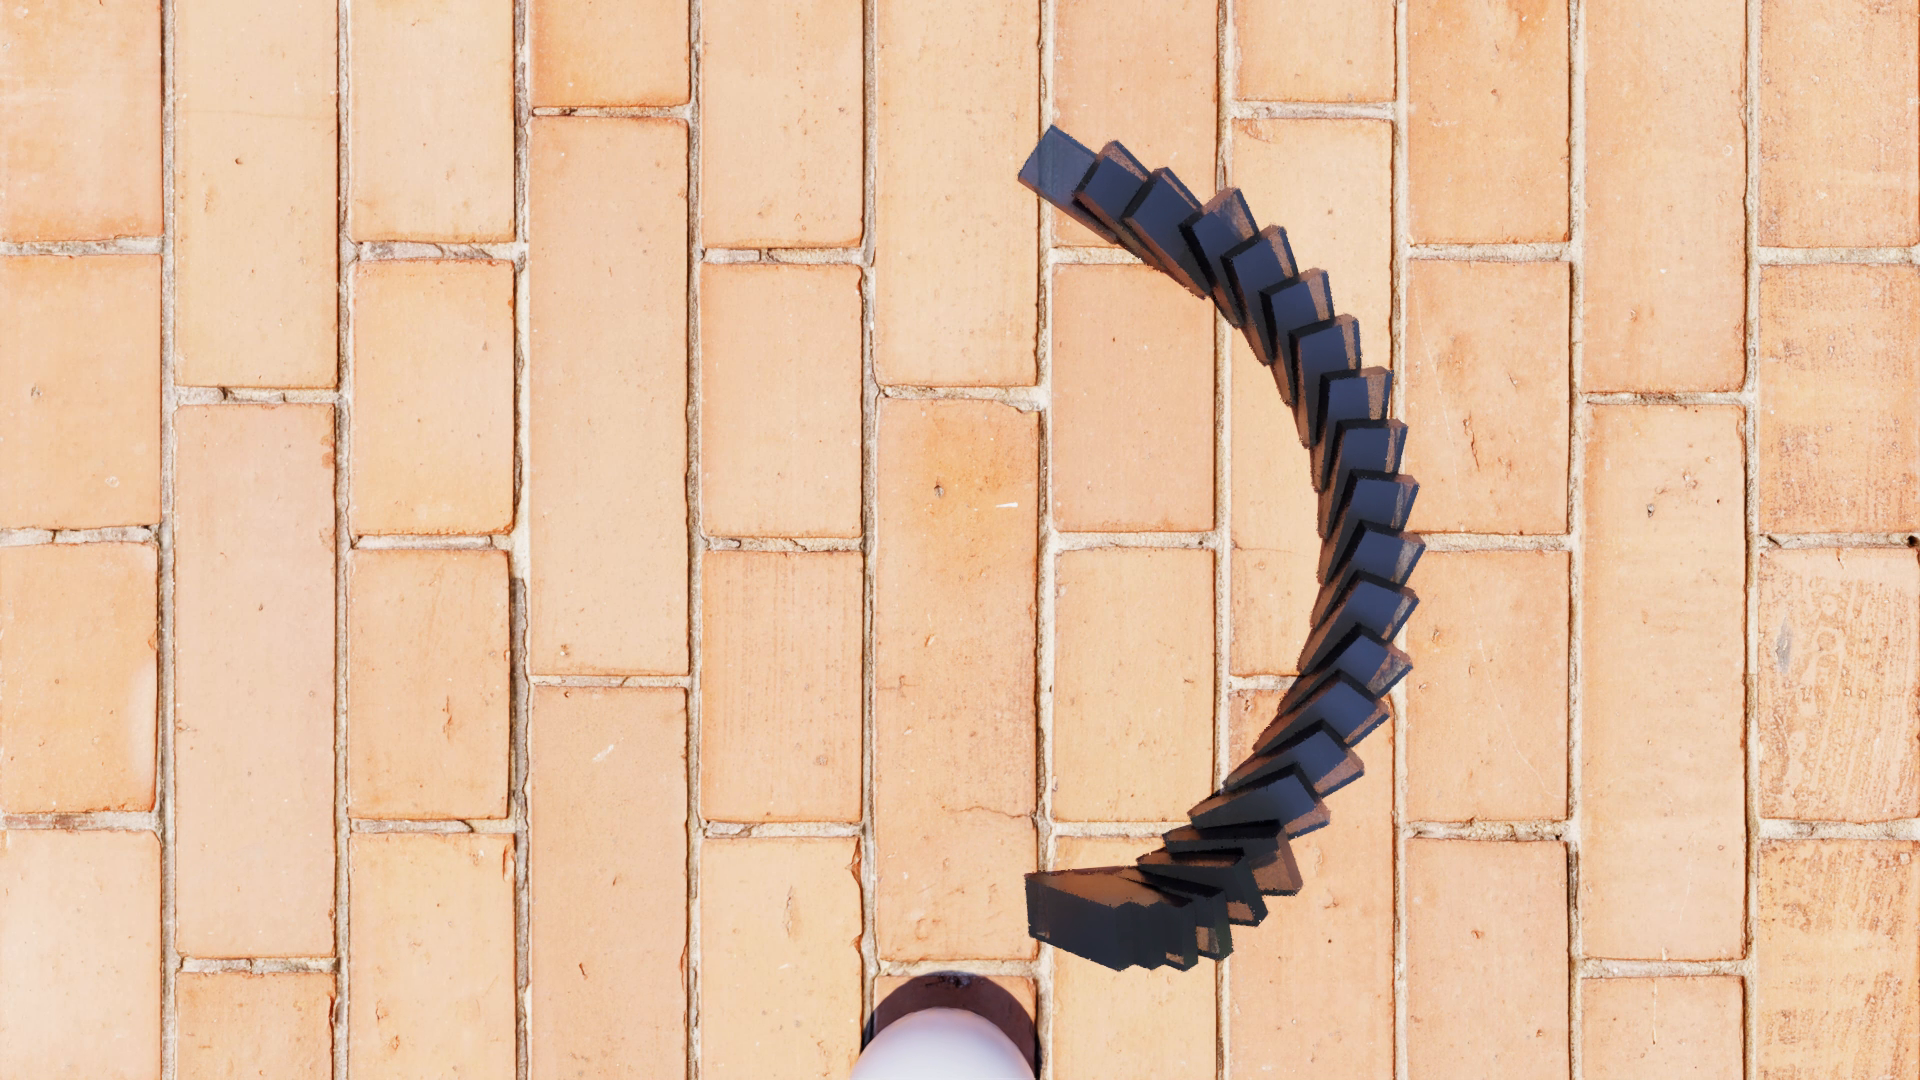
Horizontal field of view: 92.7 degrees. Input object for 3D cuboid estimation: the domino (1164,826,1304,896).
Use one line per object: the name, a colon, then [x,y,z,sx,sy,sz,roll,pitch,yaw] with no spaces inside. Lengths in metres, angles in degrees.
domino: [0.113,0.133,0.380,0.050,0.010,0.025,-18,93,40]

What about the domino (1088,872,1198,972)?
domino: [0.074,0.156,0.378,0.010,0.050,0.025,-4,91,-41]

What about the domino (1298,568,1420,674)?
domino: [0.166,0.039,0.384,0.025,0.009,0.050,20,119,0]

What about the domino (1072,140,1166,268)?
domino: [0.074,-0.140,0.385,0.050,0.009,0.025,33,90,-25]

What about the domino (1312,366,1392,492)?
domino: [0.164,-0.046,0.384,0.025,0.010,0.050,-7,118,0]

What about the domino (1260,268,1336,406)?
domino: [0.144,-0.085,0.384,0.025,0.009,0.050,-23,118,0]

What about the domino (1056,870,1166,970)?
domino: [0.061,0.156,0.378,0.010,0.050,0.025,-4,90,-41]

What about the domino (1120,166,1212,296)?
domino: [0.093,-0.129,0.385,0.050,0.010,0.025,35,90,-26]

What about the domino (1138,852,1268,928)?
domino: [0.099,0.143,0.378,0.009,0.050,0.025,-22,90,-40]

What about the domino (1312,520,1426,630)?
domino: [0.170,0.018,0.384,0.025,0.010,0.050,15,119,0]

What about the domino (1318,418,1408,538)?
domino: [0.168,-0.025,0.384,0.025,0.010,0.050,-2,119,0]

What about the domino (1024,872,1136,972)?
domino: [0.048,0.156,0.378,0.009,0.050,0.025,-4,90,-41]

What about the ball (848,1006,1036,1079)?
ball: [-0.007,0.228,0.360,0.080,0.080,0.080,0,90,0]

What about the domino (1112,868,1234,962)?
domino: [0.087,0.153,0.378,0.009,0.050,0.025,-9,90,-40]

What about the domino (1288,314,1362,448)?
domino: [0.154,-0.066,0.384,0.025,0.010,0.050,-18,119,0]

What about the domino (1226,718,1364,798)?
domino: [0.140,0.099,0.384,0.025,0.009,0.050,47,118,0]

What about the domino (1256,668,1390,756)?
domino: [0.151,0.079,0.384,0.025,0.010,0.050,37,118,0]

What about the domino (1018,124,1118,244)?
domino: [0.053,-0.153,0.395,0.050,0.009,0.025,34,90,0]

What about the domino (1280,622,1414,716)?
domino: [0.161,0.061,0.384,0.025,0.010,0.050,33,118,0]

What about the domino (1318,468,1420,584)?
domino: [0.170,-0.004,0.384,0.025,0.009,0.050,6,119,0]

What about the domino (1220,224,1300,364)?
domino: [0.130,-0.102,0.384,0.025,0.010,0.050,-32,118,0]

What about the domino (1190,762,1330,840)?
domino: [0.125,0.115,0.384,0.050,0.010,0.025,-35,90,28]

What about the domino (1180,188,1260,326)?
domino: [0.115,-0.118,0.384,0.025,0.009,0.050,-39,118,-1]
